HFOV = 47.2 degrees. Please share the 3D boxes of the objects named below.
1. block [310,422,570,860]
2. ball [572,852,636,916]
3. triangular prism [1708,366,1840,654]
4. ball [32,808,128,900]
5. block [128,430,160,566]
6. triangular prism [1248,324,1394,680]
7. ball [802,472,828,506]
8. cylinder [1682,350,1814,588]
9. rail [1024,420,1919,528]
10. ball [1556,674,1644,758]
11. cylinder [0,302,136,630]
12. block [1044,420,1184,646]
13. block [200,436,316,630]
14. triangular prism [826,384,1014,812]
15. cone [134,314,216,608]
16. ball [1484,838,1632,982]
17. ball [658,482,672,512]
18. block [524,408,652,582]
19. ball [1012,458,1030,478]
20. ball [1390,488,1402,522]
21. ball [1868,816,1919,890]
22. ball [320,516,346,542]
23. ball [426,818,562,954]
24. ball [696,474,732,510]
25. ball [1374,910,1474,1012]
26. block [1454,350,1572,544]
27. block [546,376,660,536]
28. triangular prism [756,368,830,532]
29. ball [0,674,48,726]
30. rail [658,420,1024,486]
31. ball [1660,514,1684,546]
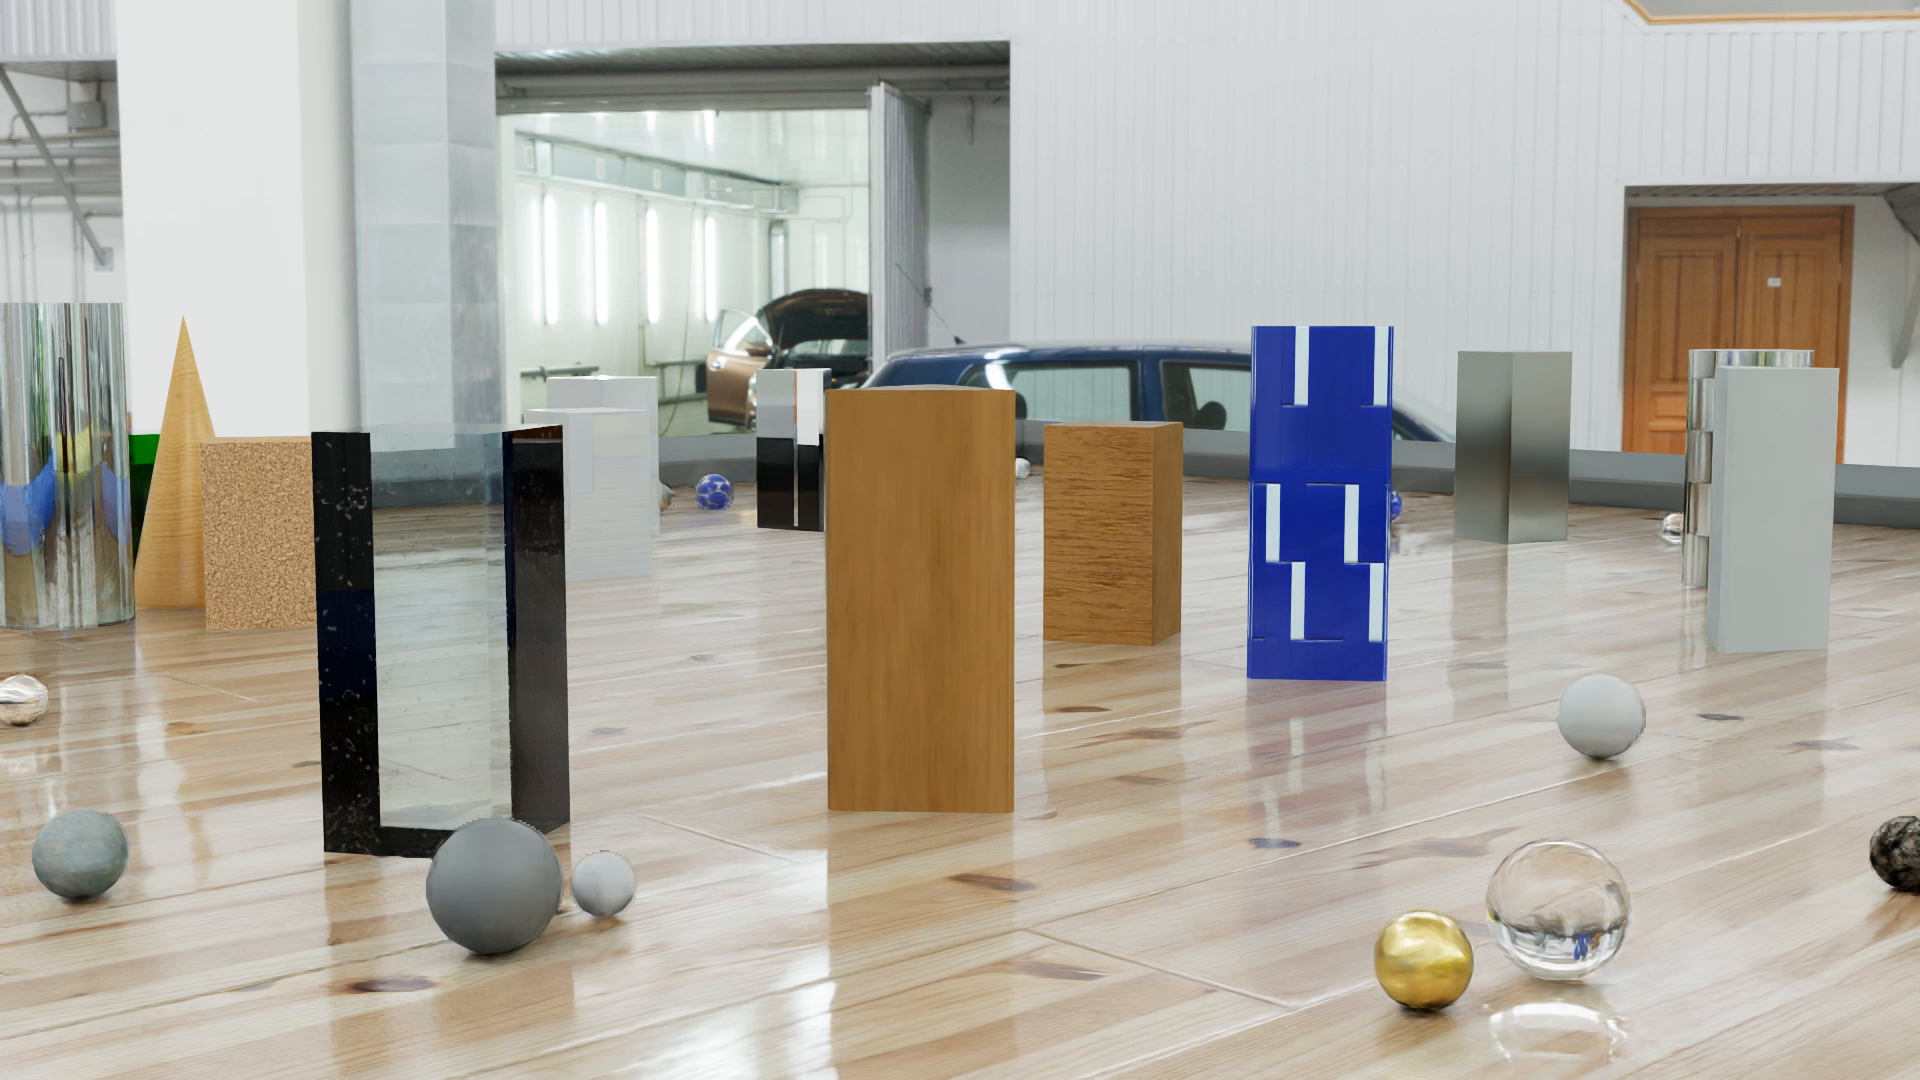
[{"bbox_3d":[-0.431,0.079,1.841,0.151,0.345,0.151,2,6,14],"label":"block"},{"bbox_3d":[-0.261,0.253,1.613,0.046,0.046,0.046,0,6,0],"label":"ball"},{"bbox_3d":[1.041,-0.045,2.912,0.163,0.366,0.141,-2,6,-17],"label":"triangular prism"},{"bbox_3d":[-0.664,0.237,1.661,0.068,0.068,0.068,0,6,0],"label":"ball"},{"bbox_3d":[-1.390,-0.072,3.806,0.151,0.231,0.151,-4,7,-31],"label":"block"},{"bbox_3d":[0.437,-0.050,2.687,0.163,0.423,0.141,1,6,7],"label":"triangular prism"},{"bbox_3d":[-0.316,-0.113,4.925,0.077,0.077,0.077,0,6,0],"label":"ball"},{"bbox_3d":[1.263,-0.116,3.529,0.188,0.377,0.188,0,6,0],"label":"cylinder"},{"bbox_3d":[1.574,-0.121,4.777,0.045,0.122,4.154,-6,8,-42],"label":"rail"},{"bbox_3d":[0.634,0.175,2.179,0.083,0.083,0.083,0,6,0],"label":"ball"},{"bbox_3d":[-1.275,-0.109,3.109,0.188,0.451,0.188,0,6,0],"label":"cylinder"},{"bbox_3d":[0.208,-0.013,2.980,0.151,0.288,0.151,2,6,20],"label":"block"},{"bbox_3d":[-0.990,-0.014,3.122,0.151,0.259,0.151,-2,6,-15],"label":"block"},{"bbox_3d":[-0.030,0.048,2.001,0.163,0.373,0.141,0,6,4],"label":"triangular prism"},{"bbox_3d":[-1.168,-0.124,3.329,0.188,0.435,0.188,0,6,0],"label":"cone"},{"bbox_3d":[0.397,0.245,1.460,0.094,0.094,0.094,0,6,0],"label":"ball"},{"bbox_3d":[-0.659,-0.093,4.789,0.065,0.065,0.065,0,6,0],"label":"ball"},{"bbox_3d":[-0.622,-0.080,3.674,0.151,0.274,0.151,-5,8,-39],"label":"block"},{"bbox_3d":[0.156,-0.186,5.727,0.054,0.054,0.054,0,6,0],"label":"ball"},{"bbox_3d":[0.879,-0.072,4.554,0.074,0.074,0.074,0,6,0],"label":"ball"},{"bbox_3d":[0.727,0.240,1.685,0.057,0.057,0.057,0,6,0],"label":"ball"},{"bbox_3d":[-1.194,-0.022,4.184,0.052,0.052,0.052,0,6,0],"label":"ball"},{"bbox_3d":[-0.322,0.239,1.522,0.092,0.092,0.092,0,6,0],"label":"ball"},{"bbox_3d":[-0.541,-0.104,4.830,0.080,0.080,0.080,0,6,0],"label":"ball"},{"bbox_3d":[0.295,0.267,1.397,0.063,0.063,0.063,0,6,0],"label":"ball"},{"bbox_3d":[1.061,-0.182,4.225,0.151,0.361,0.151,-3,7,-29],"label":"block"},{"bbox_3d":[-0.697,-0.163,4.300,0.151,0.309,0.151,4,7,35],"label":"block"},{"bbox_3d":[-0.305,-0.186,4.462,0.163,0.320,0.141,4,7,33],"label":"triangular prism"},{"bbox_3d":[-1.003,0.171,2.349,0.054,0.054,0.054,0,6,0],"label":"ball"},{"bbox_3d":[-1.393,-0.127,4.833,4.331,0.122,0.045,-6,8,-42],"label":"rail"},{"bbox_3d":[1.342,-0.019,4.114,0.061,0.061,0.061,0,6,0],"label":"ball"}]
